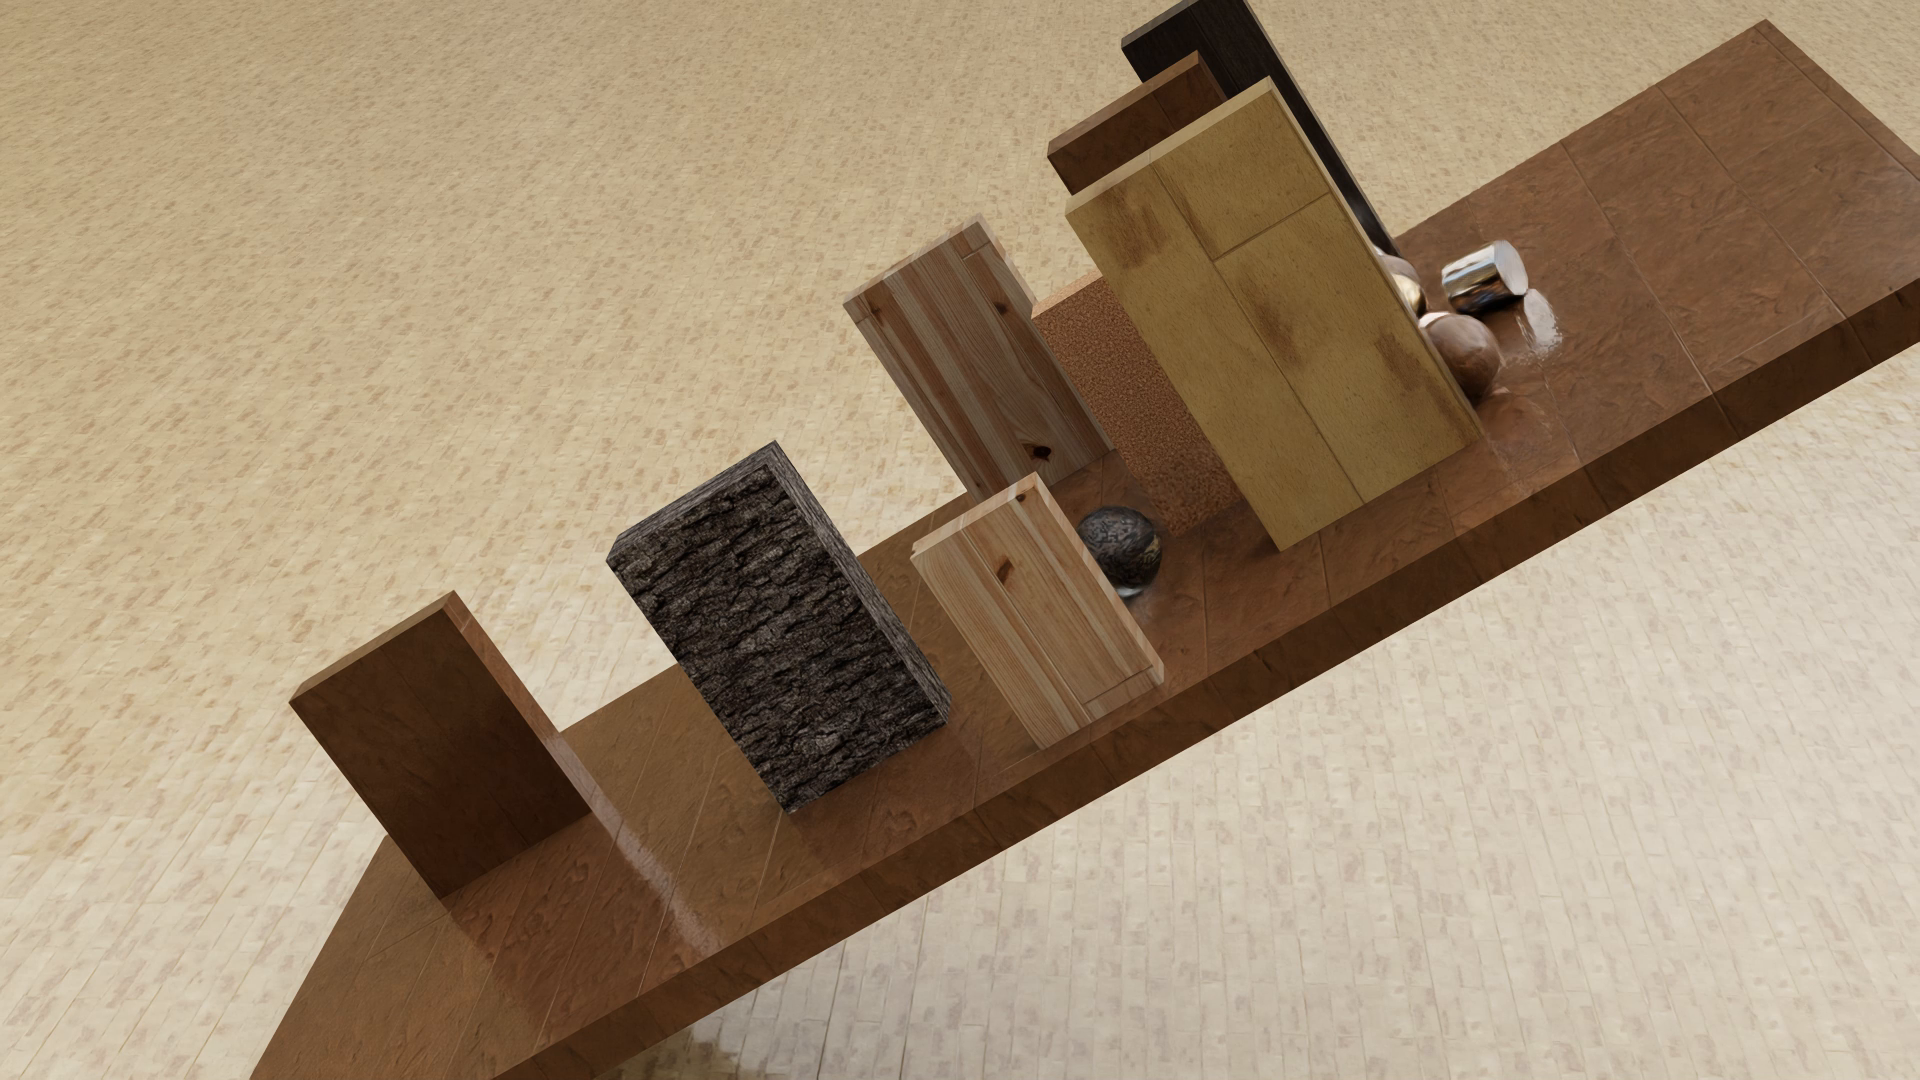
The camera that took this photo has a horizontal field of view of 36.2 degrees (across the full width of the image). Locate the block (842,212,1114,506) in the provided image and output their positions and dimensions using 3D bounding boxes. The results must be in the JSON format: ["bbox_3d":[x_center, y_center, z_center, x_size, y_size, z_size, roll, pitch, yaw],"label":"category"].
[{"bbox_3d":[0.057,-0.397,6.829,0.372,0.623,0.089,-30,15,14],"label":"block"}]

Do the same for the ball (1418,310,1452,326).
[{"bbox_3d":[0.944,-0.386,5.809,0.135,0.135,0.135,0,20,0],"label":"ball"}]

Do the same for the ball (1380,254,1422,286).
[{"bbox_3d":[0.906,-0.531,6.242,0.147,0.147,0.147,0,20,0],"label":"ball"}]

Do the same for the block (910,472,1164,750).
[{"bbox_3d":[0.143,0.132,5.356,0.264,0.441,0.086,-30,15,14],"label":"block"}]

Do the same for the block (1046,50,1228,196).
[{"bbox_3d":[0.541,-0.599,6.173,0.364,0.759,0.146,-30,15,14],"label":"block"}]

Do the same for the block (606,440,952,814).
[{"bbox_3d":[-0.356,0.178,5.871,0.384,0.642,0.150,-30,15,14],"label":"block"}]

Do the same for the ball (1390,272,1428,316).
[{"bbox_3d":[0.896,-0.479,6.101,0.150,0.150,0.150,0,20,0],"label":"ball"}]

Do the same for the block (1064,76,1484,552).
[{"bbox_3d":[0.587,-0.415,5.483,0.439,0.768,0.127,-30,15,14],"label":"block"}]

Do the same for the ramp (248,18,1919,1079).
[{"bbox_3d":[0.140,0.170,6.294,4.000,0.100,2.000,-30,15,14],"label":"ramp"}]

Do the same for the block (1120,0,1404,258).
[{"bbox_3d":[0.692,-0.877,6.686,0.285,0.775,0.125,-30,15,14],"label":"block"}]

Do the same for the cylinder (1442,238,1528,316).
[{"bbox_3d":[1.083,-0.540,6.074,0.127,0.127,0.127,-23,4,37],"label":"cylinder"}]

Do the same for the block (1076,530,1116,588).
[{"bbox_3d":[0.200,0.092,5.941,0.140,0.140,0.140,-24,18,34],"label":"block"}]

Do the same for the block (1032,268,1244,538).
[{"bbox_3d":[0.421,-0.315,5.957,0.306,0.545,0.100,-30,15,14],"label":"block"}]

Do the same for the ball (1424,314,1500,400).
[{"bbox_3d":[0.950,-0.349,5.640,0.169,0.169,0.169,0,20,0],"label":"ball"}]

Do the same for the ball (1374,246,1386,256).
[{"bbox_3d":[0.868,-0.564,6.476,0.190,0.190,0.190,0,20,0],"label":"ball"}]

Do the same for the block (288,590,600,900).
[{"bbox_3d":[-1.186,0.477,6.795,0.443,0.588,0.117,-30,15,14],"label":"block"}]

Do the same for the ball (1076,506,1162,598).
[{"bbox_3d":[0.309,0.024,5.839,0.185,0.185,0.185,0,20,0],"label":"ball"}]
